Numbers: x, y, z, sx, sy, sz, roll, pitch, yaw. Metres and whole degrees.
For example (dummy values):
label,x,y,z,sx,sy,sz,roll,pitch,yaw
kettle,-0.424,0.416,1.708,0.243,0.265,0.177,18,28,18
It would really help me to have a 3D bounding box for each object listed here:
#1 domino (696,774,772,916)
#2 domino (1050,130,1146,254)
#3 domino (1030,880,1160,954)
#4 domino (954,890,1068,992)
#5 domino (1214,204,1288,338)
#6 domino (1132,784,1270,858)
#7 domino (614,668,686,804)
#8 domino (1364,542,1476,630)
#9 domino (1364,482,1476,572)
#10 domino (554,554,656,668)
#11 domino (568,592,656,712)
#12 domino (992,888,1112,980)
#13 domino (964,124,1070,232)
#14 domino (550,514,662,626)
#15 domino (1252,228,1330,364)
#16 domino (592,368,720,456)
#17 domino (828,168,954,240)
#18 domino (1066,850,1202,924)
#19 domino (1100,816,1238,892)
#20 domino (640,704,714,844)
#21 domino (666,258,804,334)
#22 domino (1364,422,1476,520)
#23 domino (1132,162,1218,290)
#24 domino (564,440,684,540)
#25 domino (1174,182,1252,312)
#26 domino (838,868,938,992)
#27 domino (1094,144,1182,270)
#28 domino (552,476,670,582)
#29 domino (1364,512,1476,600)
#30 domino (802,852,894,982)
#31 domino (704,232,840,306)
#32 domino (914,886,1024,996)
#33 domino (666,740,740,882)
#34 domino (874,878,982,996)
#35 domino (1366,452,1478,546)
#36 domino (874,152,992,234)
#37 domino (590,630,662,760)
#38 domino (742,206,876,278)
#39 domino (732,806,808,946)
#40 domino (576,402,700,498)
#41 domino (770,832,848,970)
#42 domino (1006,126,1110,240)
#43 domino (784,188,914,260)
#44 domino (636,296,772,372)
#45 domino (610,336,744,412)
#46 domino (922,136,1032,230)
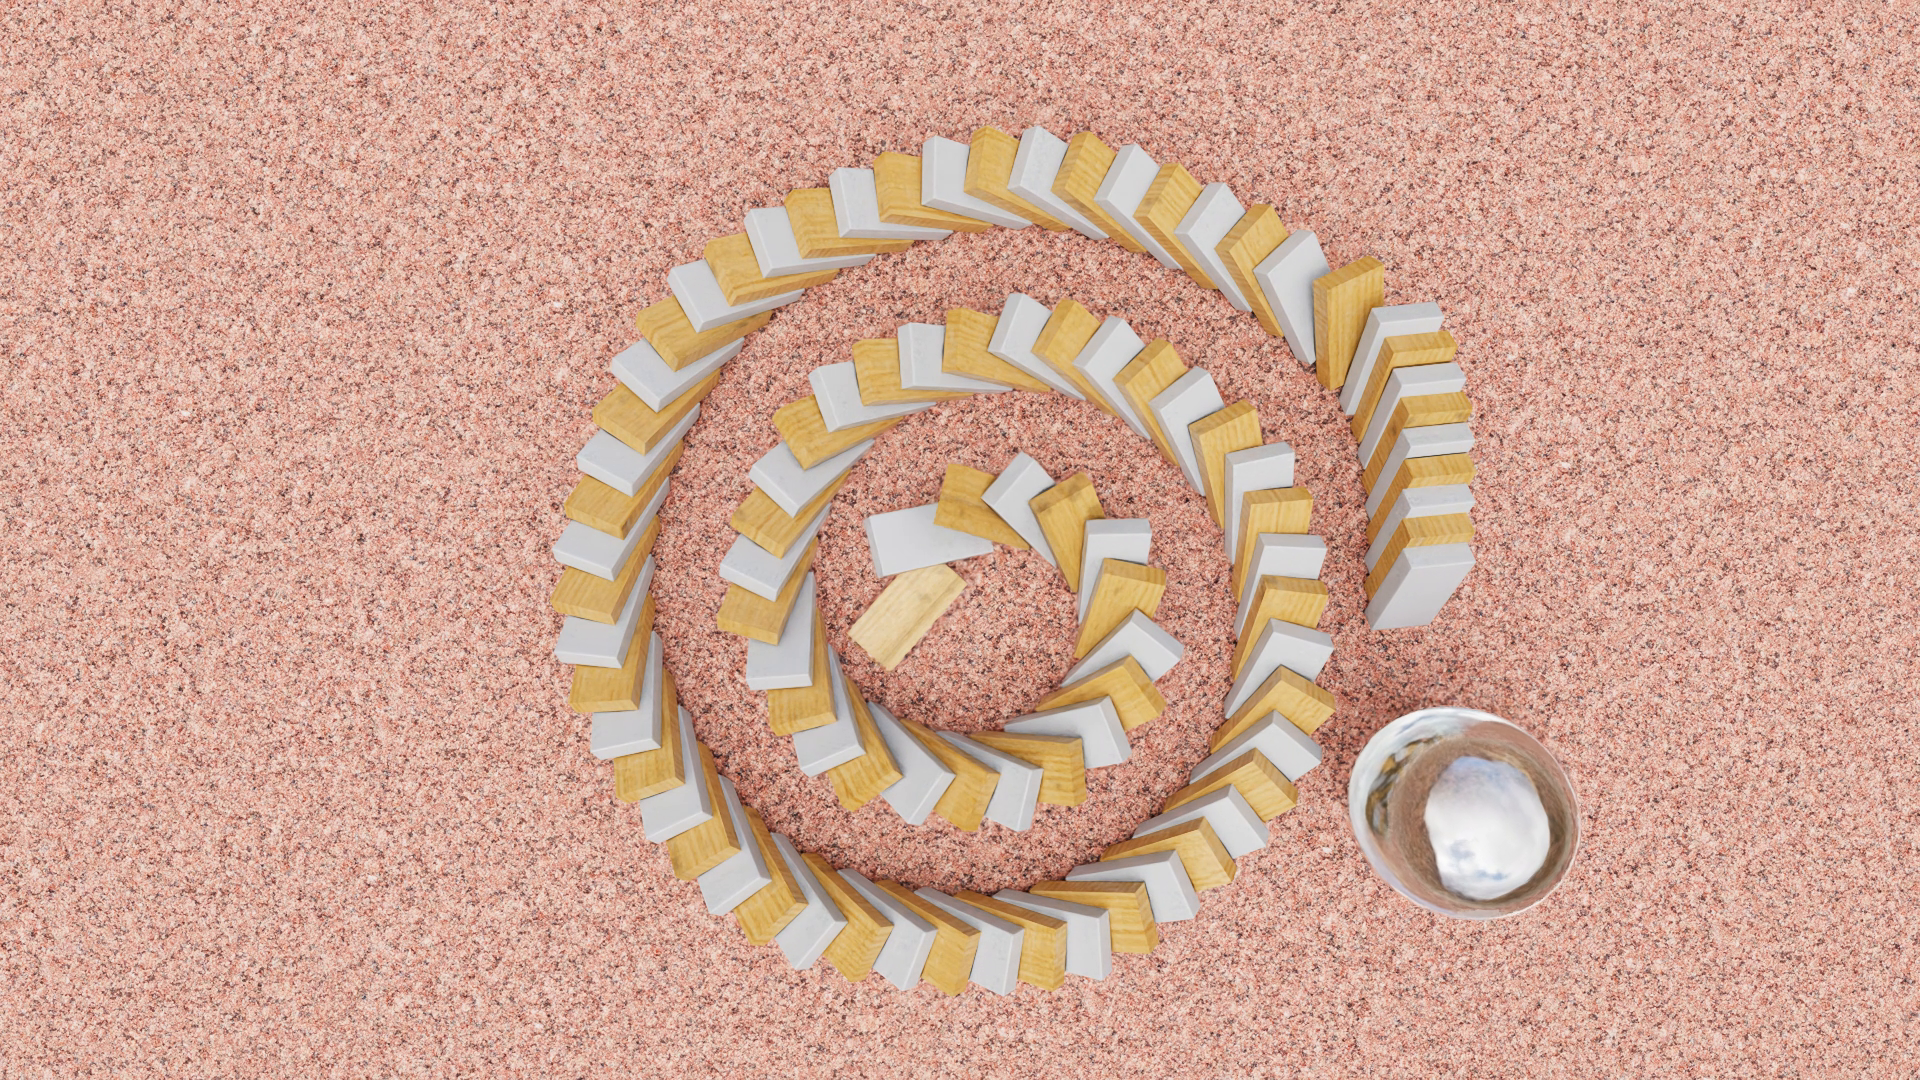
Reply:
label,x,y,z,sx,sy,sz,roll,pitch,yaw
domino,-0.100,0.126,0.382,0.025,0.009,0.050,-36,56,1
domino,0.063,-0.144,0.382,0.050,0.010,0.025,23,90,-34
domino,0.055,0.156,0.382,0.050,0.009,0.025,-14,90,35
domino,0.020,0.166,0.382,0.050,0.010,0.025,4,91,34
domino,0.129,-0.112,0.382,0.025,0.009,0.050,-47,123,0
domino,0.100,0.123,0.382,0.050,0.010,0.025,-38,90,34
domino,-0.131,0.081,0.382,0.025,0.010,0.050,-18,56,0
domino,0.188,0.020,0.377,0.025,0.050,0.010,-6,56,0
domino,0.188,-0.003,0.377,0.025,0.050,0.010,-6,56,0
domino,-0.147,0.028,0.382,0.025,0.010,0.050,6,56,0
domino,-0.144,0.046,0.382,0.025,0.009,0.050,-3,55,0
domino,0.038,0.163,0.382,0.050,0.010,0.025,-3,91,35
domino,0.026,-0.150,0.382,0.050,0.010,0.025,10,90,-34
domino,-0.147,0.009,0.382,0.025,0.009,0.050,13,56,0
domino,0.144,-0.101,0.382,0.025,0.010,0.050,-42,124,0
domino,-0.126,-0.061,0.382,0.025,0.009,0.050,34,56,0
domino,-0.028,-0.140,0.382,0.050,0.010,0.025,-11,90,-33
domino,0.072,0.146,0.382,0.050,0.010,0.025,-24,90,34
domino,0.086,0.135,0.382,0.050,0.010,0.025,-32,90,34
domino,-0.121,0.097,0.382,0.025,0.009,0.050,-25,56,0
domino,-0.093,-0.106,0.382,0.050,0.010,0.025,-30,90,-34
domino,0.188,-0.027,0.377,0.025,0.050,0.010,-6,55,0
domino,0.097,-0.130,0.382,0.050,0.009,0.025,31,90,-34
domino,-0.139,-0.026,0.382,0.025,0.009,0.050,22,56,0
domino,0.113,-0.121,0.382,0.050,0.010,0.025,36,90,-33
domino,-0.035,0.161,0.382,0.050,0.009,0.025,21,90,34
domino,0.080,-0.138,0.382,0.050,0.009,0.025,29,90,-34
domino,-0.144,-0.009,0.382,0.025,0.010,0.050,20,56,0
domino,0.188,0.008,0.377,0.025,0.050,0.009,-6,56,0
domino,-0.053,0.156,0.382,0.050,0.010,0.025,29,90,34
domino,-0.078,-0.116,0.382,0.050,0.009,0.025,-26,90,-34
domino,0.001,0.166,0.382,0.050,0.010,0.025,9,91,34
domino,-0.111,0.112,0.382,0.025,0.009,0.050,-30,56,0
domino,-0.017,0.165,0.382,0.050,0.009,0.025,16,90,34
domino,0.188,-0.015,0.377,0.025,0.050,0.010,-6,56,0
domino,-0.011,-0.144,0.382,0.050,0.009,0.025,-6,90,-33
domino,-0.138,0.064,0.382,0.025,0.010,0.050,-12,55,0
domino,-0.062,-0.126,0.382,0.050,0.009,0.025,-20,90,-34
domino,-0.086,0.139,0.382,0.025,0.010,0.050,-43,56,1
domino,-0.133,-0.044,0.382,0.025,0.009,0.050,28,56,0
domino,-0.071,0.149,0.382,0.025,0.009,0.050,-50,55,1
domino,0.045,-0.148,0.382,0.050,0.010,0.025,17,89,-34
domino,-0.046,-0.133,0.382,0.050,0.009,0.025,-17,90,-34
domino,-0.106,-0.093,0.382,0.025,0.009,0.050,50,56,0
domino,-0.117,-0.077,0.382,0.025,0.010,0.050,42,55,0
domino,0.008,-0.148,0.382,0.050,0.010,0.025,1,90,-34
